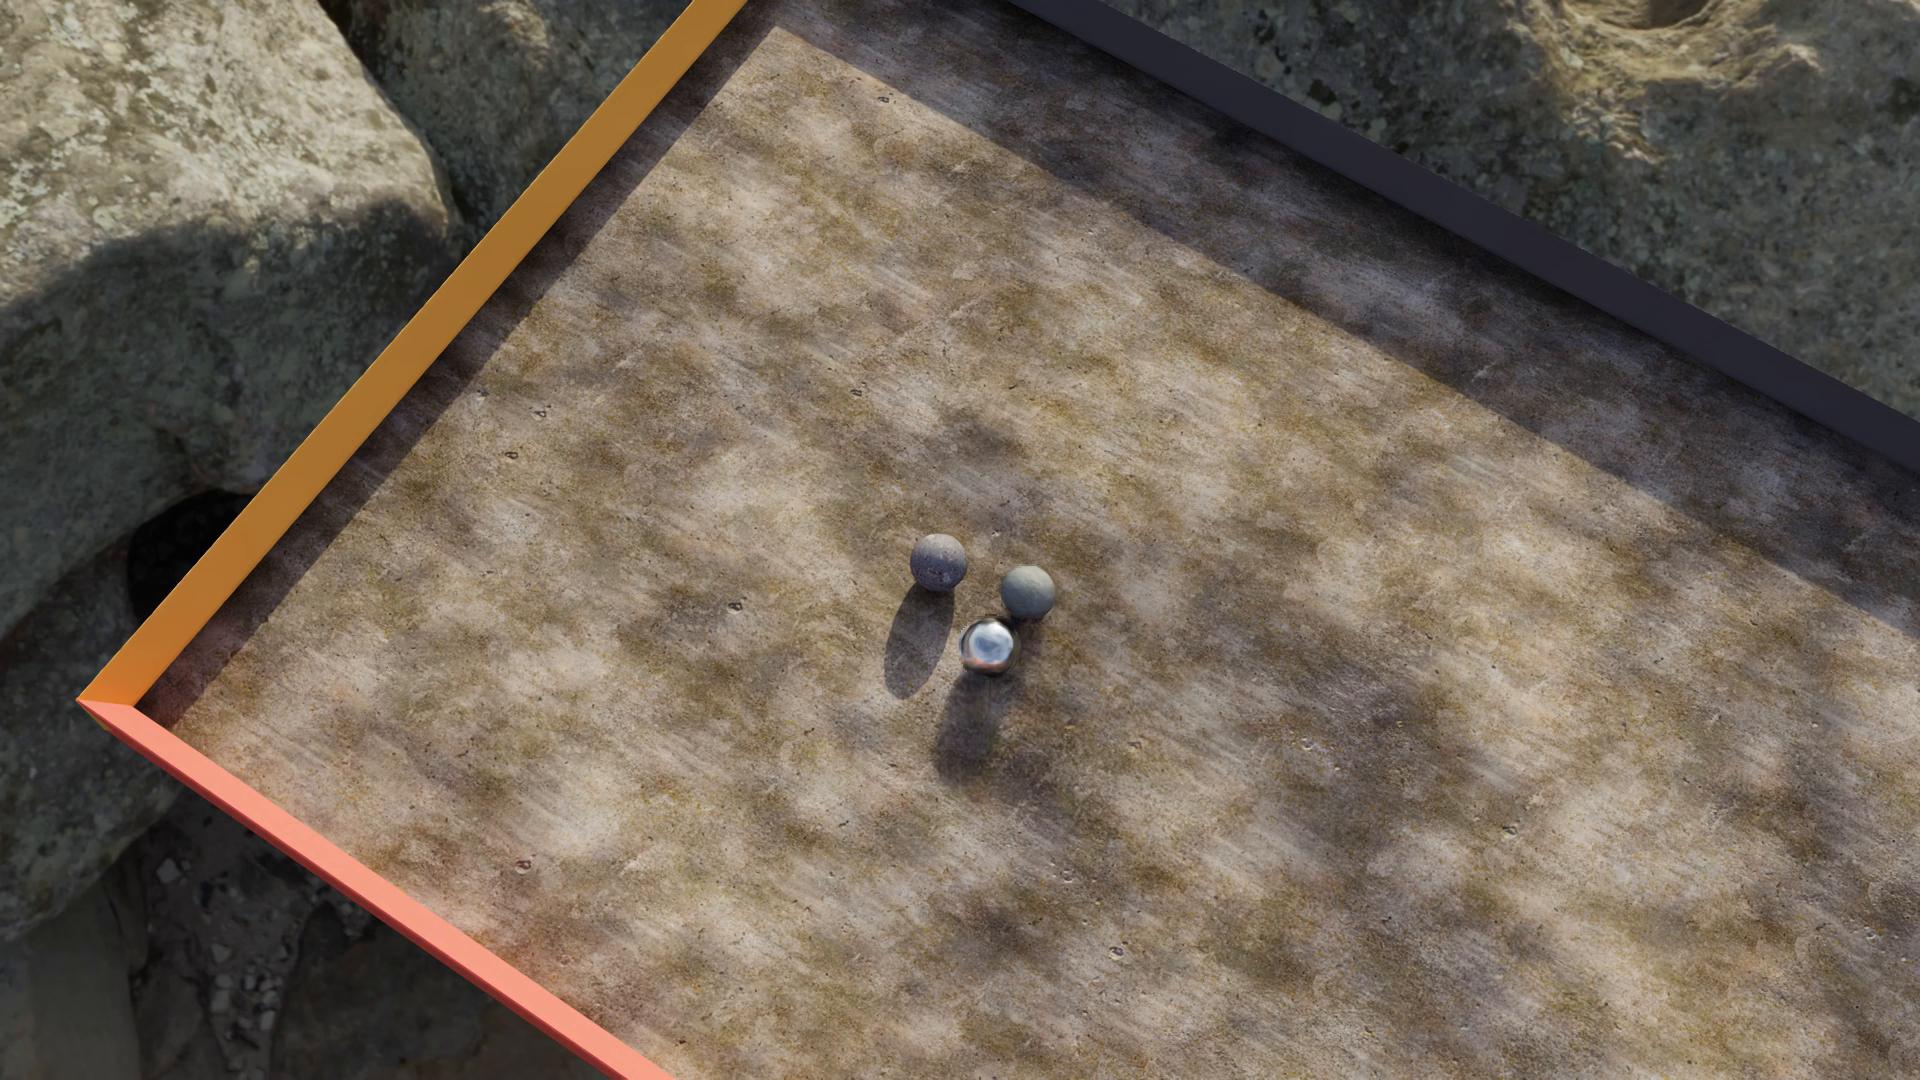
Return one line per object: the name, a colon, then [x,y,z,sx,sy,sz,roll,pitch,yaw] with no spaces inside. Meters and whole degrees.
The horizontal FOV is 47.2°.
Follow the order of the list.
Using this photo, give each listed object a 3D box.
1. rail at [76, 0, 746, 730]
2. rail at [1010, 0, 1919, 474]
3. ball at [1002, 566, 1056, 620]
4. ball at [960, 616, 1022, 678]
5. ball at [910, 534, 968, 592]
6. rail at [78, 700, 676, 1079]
rail: [-0.786,-0.473,3.768,0.045,0.126,1.998,31,68,14]
rail: [1.340,-0.269,3.672,3.852,0.126,0.045,31,68,14]
ball: [0.110,0.085,3.527,0.088,0.088,0.088,0,65,0]
ball: [0.049,0.170,3.482,0.097,0.097,0.097,0,65,0]
ball: [-0.034,0.036,3.546,0.094,0.094,0.094,0,65,0]
rail: [0.272,1.207,2.975,3.852,0.126,0.045,31,68,14]
